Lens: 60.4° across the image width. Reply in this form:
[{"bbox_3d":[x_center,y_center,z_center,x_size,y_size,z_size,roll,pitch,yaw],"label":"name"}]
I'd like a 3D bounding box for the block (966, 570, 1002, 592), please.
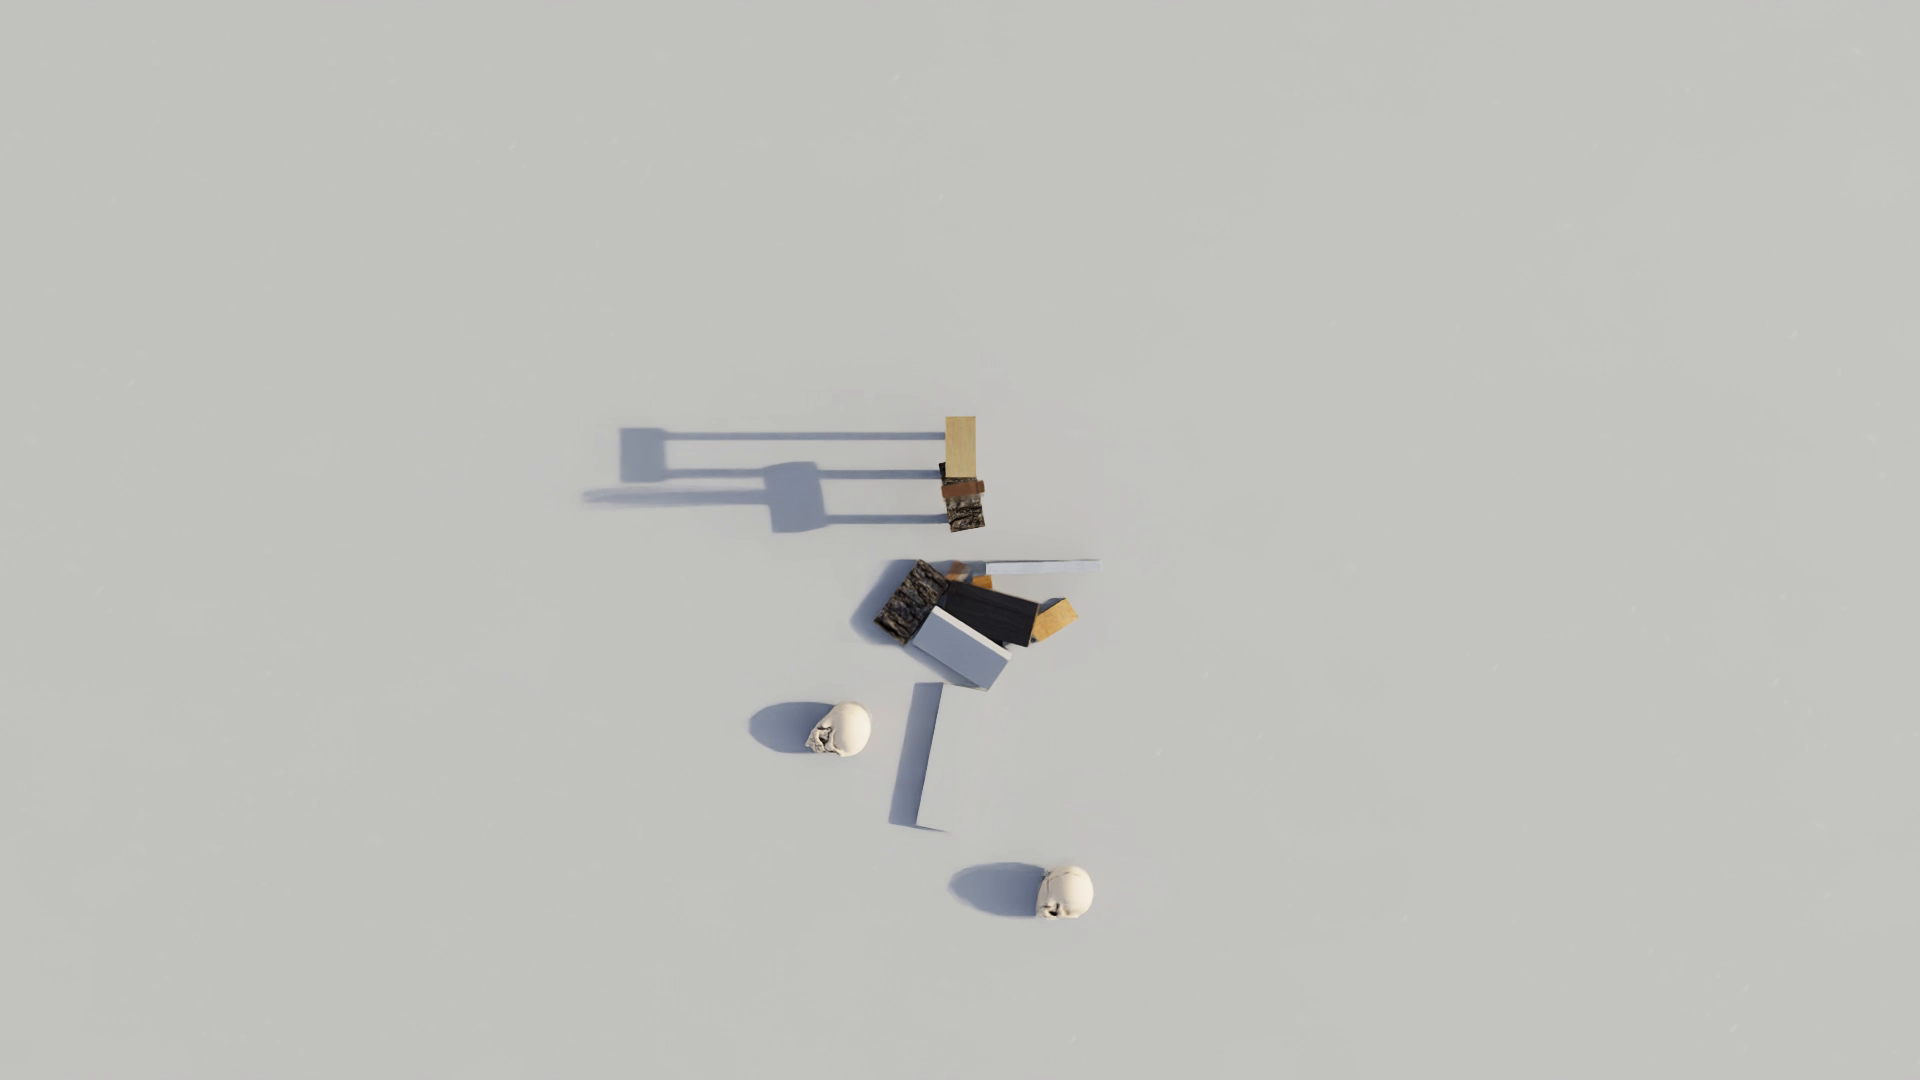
[{"bbox_3d":[0.084,0.160,5.491,0.121,0.017,0.061,42,90,0],"label":"block"}]

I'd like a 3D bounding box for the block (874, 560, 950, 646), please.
[{"bbox_3d":[-0.157,0.206,5.471,0.130,0.037,0.260,37,92,5],"label":"block"}]

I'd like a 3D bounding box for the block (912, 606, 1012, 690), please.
[{"bbox_3d":[0.006,0.358,5.443,0.300,0.042,0.150,32,122,0],"label":"block"}]

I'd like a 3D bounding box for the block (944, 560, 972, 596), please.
[{"bbox_3d":[-0.019,0.132,5.491,0.061,0.017,0.122,31,90,0],"label":"block"}]

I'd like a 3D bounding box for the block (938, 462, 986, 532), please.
[{"bbox_3d":[0.006,-0.144,5.260,0.112,0.032,0.224,-10,90,0],"label":"block"}]

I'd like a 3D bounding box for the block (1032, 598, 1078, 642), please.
[{"bbox_3d":[0.308,0.267,5.489,0.157,0.022,0.078,-33,90,0],"label":"block"}]

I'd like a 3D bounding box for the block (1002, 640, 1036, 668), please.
[{"bbox_3d":[0.182,0.335,5.463,0.078,0.022,0.157,-24,89,3],"label":"block"}]

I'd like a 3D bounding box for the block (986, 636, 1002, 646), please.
[{"bbox_3d":[0.100,0.330,5.489,0.078,0.022,0.157,-6,90,0],"label":"block"}]

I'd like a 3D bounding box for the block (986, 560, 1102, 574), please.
[{"bbox_3d":[0.273,0.089,5.435,0.377,0.130,0.037,-2,90,0],"label":"block"}]

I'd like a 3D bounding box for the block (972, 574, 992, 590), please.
[{"bbox_3d":[0.081,0.180,5.474,0.061,0.017,0.121,-8,90,0],"label":"block"}]

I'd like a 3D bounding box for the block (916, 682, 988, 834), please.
[{"bbox_3d":[-0.026,0.723,5.479,0.150,0.042,0.478,11,90,0],"label":"block"}]

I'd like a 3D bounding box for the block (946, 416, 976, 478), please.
[{"bbox_3d":[0.002,-0.285,5.046,0.093,0.026,0.185,0,90,0],"label":"block"}]

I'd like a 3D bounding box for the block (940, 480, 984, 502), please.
[{"bbox_3d":[0.009,-0.149,5.114,0.130,0.260,0.037,-7,88,0],"label":"block"}]

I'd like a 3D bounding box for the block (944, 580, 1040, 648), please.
[{"bbox_3d":[0.100,0.241,5.436,0.300,0.042,0.150,15,95,10],"label":"block"}]

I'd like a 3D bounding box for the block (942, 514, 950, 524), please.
[{"bbox_3d":[-0.005,-0.069,5.388,0.112,0.224,0.032,0,90,0],"label":"block"}]
